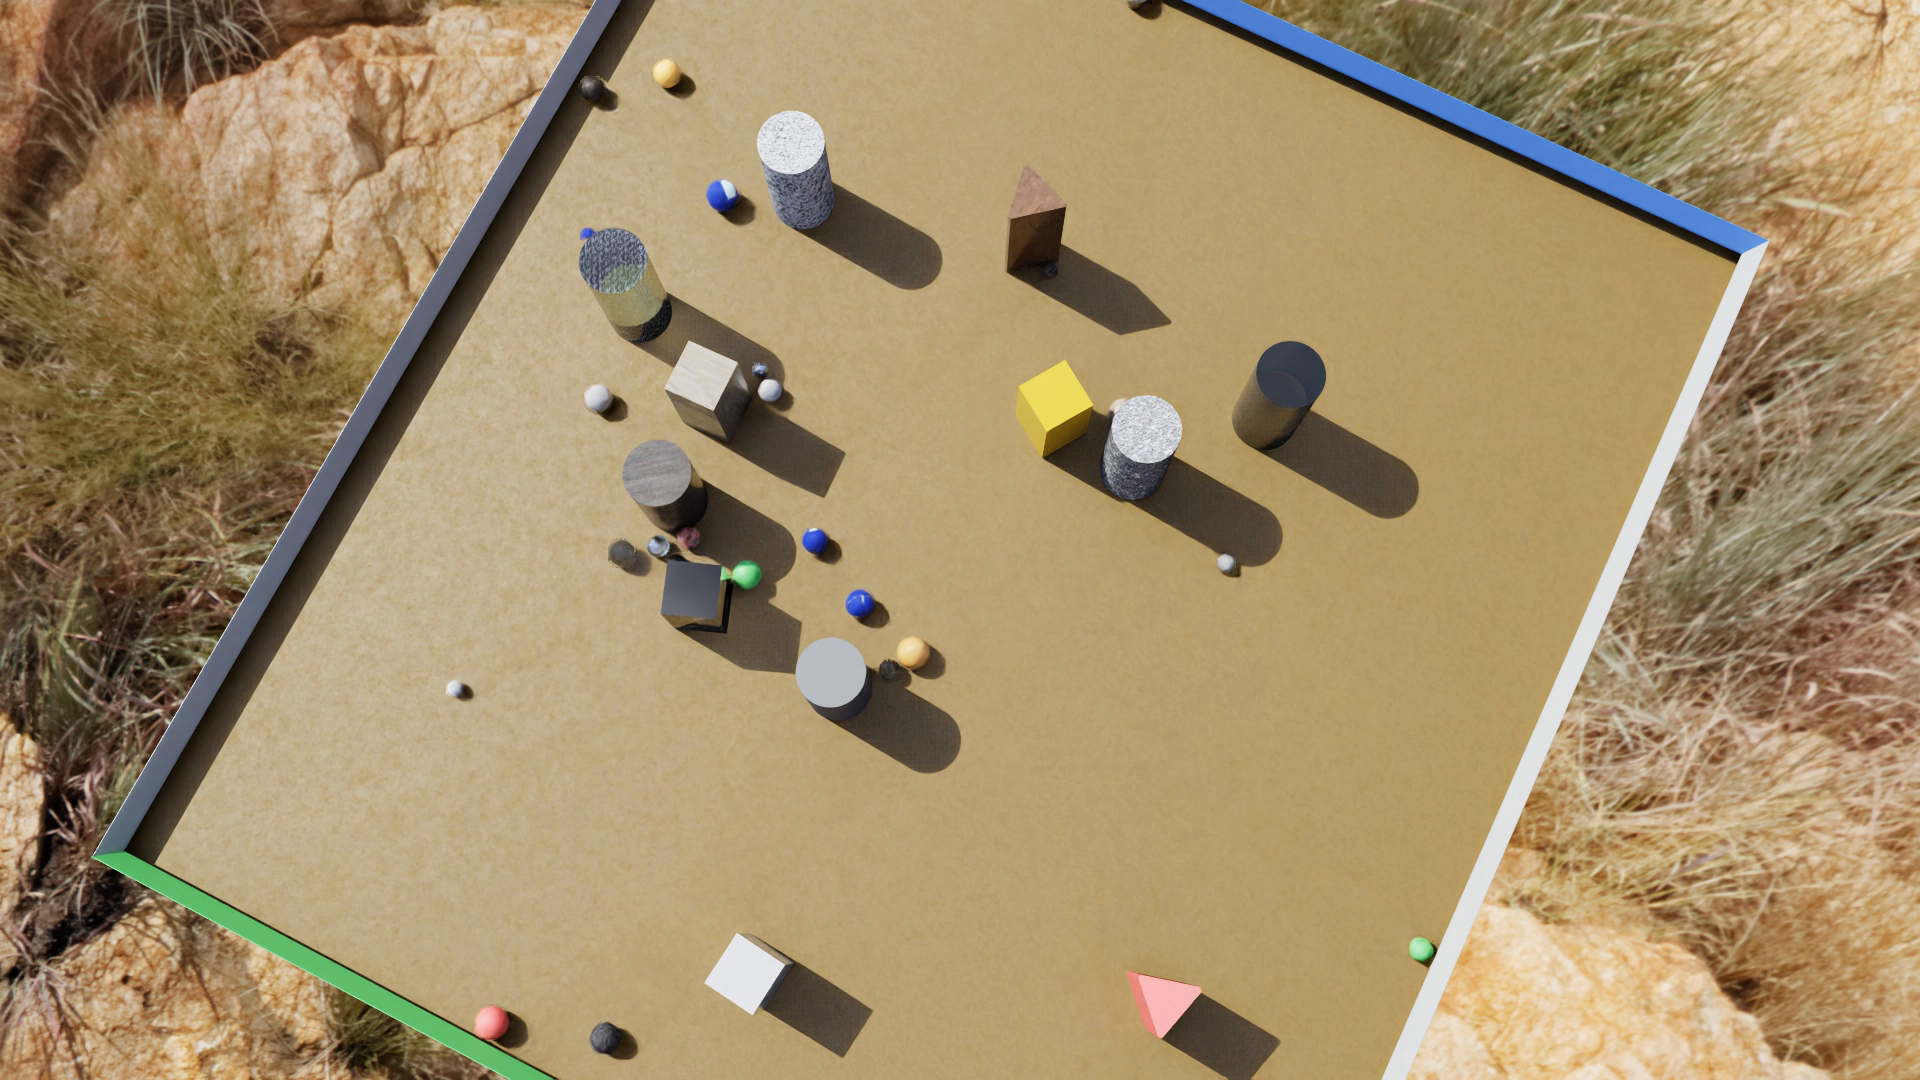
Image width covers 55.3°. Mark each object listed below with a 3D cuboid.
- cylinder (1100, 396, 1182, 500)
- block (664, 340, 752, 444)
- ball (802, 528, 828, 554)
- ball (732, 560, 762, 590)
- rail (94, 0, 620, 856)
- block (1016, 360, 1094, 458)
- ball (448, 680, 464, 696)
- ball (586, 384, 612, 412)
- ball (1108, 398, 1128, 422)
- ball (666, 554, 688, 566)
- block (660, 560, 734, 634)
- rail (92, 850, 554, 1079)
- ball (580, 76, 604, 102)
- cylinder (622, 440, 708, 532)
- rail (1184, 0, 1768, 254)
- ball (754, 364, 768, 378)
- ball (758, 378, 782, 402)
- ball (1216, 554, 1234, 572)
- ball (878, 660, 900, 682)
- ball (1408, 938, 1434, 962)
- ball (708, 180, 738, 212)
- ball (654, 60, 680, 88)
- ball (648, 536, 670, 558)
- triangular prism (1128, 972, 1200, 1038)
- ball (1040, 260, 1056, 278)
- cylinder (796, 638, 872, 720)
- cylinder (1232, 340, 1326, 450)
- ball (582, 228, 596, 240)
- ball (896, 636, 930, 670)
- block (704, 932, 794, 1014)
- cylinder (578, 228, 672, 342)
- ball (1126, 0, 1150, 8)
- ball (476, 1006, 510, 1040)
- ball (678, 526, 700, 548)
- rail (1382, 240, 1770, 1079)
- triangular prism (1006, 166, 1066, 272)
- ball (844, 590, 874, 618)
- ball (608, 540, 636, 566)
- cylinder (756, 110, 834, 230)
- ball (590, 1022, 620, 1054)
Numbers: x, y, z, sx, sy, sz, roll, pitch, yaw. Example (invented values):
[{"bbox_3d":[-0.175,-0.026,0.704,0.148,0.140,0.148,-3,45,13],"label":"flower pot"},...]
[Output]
[{"bbox_3d":[0.532,-0.269,5.437,0.200,0.461,0.200,0,78,0],"label":"cylinder"},{"bbox_3d":[-0.753,-0.440,5.514,0.160,0.380,0.160,24,79,5],"label":"block"},{"bbox_3d":[-0.441,0.005,5.576,0.079,0.079,0.079,0,78,0],"label":"ball"},{"bbox_3d":[-0.645,0.107,5.550,0.088,0.088,0.088,0,78,0],"label":"ball"},{"bbox_3d":[-1.609,-0.781,5.711,0.045,0.130,3.928,26,80,5],"label":"rail"},{"bbox_3d":[0.282,-0.392,5.536,0.160,0.316,0.160,-30,80,-6],"label":"block"},{"bbox_3d":[-1.514,0.444,5.500,0.049,0.049,0.049,0,78,0],"label":"ball"},{"bbox_3d":[-1.116,-0.438,5.665,0.084,0.084,0.084,0,78,0],"label":"ball"},{"bbox_3d":[0.503,-0.391,5.650,0.093,0.093,0.093,0,78,0],"label":"ball"},{"bbox_3d":[-0.859,0.074,5.569,0.063,0.063,0.063,0,78,0],"label":"ball"},{"bbox_3d":[-0.778,0.171,5.443,0.160,0.271,0.160,6,78,1],"label":"block"},{"bbox_3d":[-0.868,1.706,5.196,3.646,0.130,0.045,26,80,5],"label":"rail"},{"bbox_3d":[-1.178,-1.446,5.877,0.077,0.077,0.077,0,78,0],"label":"ball"},{"bbox_3d":[-0.876,-0.158,5.468,0.200,0.355,0.200,0,78,0],"label":"cylinder"},{"bbox_3d":[0.868,-1.693,5.900,3.646,0.130,0.045,26,80,5],"label":"rail"},{"bbox_3d":[-0.619,-0.527,5.702,0.046,0.046,0.046,0,78,0],"label":"ball"},{"bbox_3d":[-0.589,-0.463,5.675,0.072,0.072,0.072,0,78,0],"label":"ball"},{"bbox_3d":[0.808,0.070,5.574,0.055,0.055,0.055,0,78,0],"label":"ball"},{"bbox_3d":[-0.212,0.391,5.502,0.066,0.066,0.066,0,78,0],"label":"ball"},{"bbox_3d":[1.342,1.191,5.335,0.069,0.069,0.069,0,78,0],"label":"ball"},{"bbox_3d":[-0.749,-1.086,5.791,0.099,0.099,0.099,0,78,0],"label":"ball"},{"bbox_3d":[-0.941,-1.496,5.883,0.085,0.085,0.085,0,78,0],"label":"ball"},{"bbox_3d":[-0.918,0.019,5.579,0.066,0.066,0.066,0,78,0],"label":"ball"},{"bbox_3d":[0.546,1.277,5.175,0.150,0.347,0.173,41,81,8],"label":"triangular prism"},{"bbox_3d":[0.277,-0.853,5.766,0.052,0.052,0.052,0,78,0],"label":"ball"},{"bbox_3d":[-0.366,0.409,5.355,0.200,0.347,0.200,0,78,0],"label":"cylinder"},{"bbox_3d":[0.945,-0.424,5.461,0.200,0.477,0.200,0,78,0],"label":"cylinder"},{"bbox_3d":[-1.175,-0.967,5.795,0.043,0.043,0.043,0,78,0],"label":"ball"},{"bbox_3d":[-0.141,0.337,5.496,0.100,0.100,0.100,0,78,0],"label":"ball"},{"bbox_3d":[-0.595,1.229,5.209,0.160,0.299,0.160,32,80,6],"label":"block"},{"bbox_3d":[-1.006,-0.763,5.539,0.200,0.462,0.200,0,78,0],"label":"cylinder"},{"bbox_3d":[0.576,-1.766,5.940,0.083,0.083,0.083,0,78,0],"label":"ball"},{"bbox_3d":[-1.348,1.392,5.280,0.096,0.096,0.096,0,78,0],"label":"ball"},{"bbox_3d":[-0.826,-0.007,5.584,0.068,0.068,0.068,0,78,0],"label":"ball"},{"bbox_3d":[1.609,0.795,5.385,0.045,0.130,3.928,26,80,5],"label":"rail"},{"bbox_3d":[0.211,-0.985,5.589,0.173,0.454,0.150,-13,79,-3],"label":"triangular prism"},{"bbox_3d":[-0.304,0.194,5.532,0.087,0.087,0.087,0,78,0],"label":"ball"},{"bbox_3d":[-1.025,0.041,5.567,0.081,0.081,0.081,0,78,0],"label":"ball"},{"bbox_3d":[-0.499,-1.129,5.624,0.200,0.443,0.200,0,78,0],"label":"cylinder"},{"bbox_3d":[-1.021,1.433,5.276,0.086,0.086,0.086,0,78,0],"label":"ball"}]
